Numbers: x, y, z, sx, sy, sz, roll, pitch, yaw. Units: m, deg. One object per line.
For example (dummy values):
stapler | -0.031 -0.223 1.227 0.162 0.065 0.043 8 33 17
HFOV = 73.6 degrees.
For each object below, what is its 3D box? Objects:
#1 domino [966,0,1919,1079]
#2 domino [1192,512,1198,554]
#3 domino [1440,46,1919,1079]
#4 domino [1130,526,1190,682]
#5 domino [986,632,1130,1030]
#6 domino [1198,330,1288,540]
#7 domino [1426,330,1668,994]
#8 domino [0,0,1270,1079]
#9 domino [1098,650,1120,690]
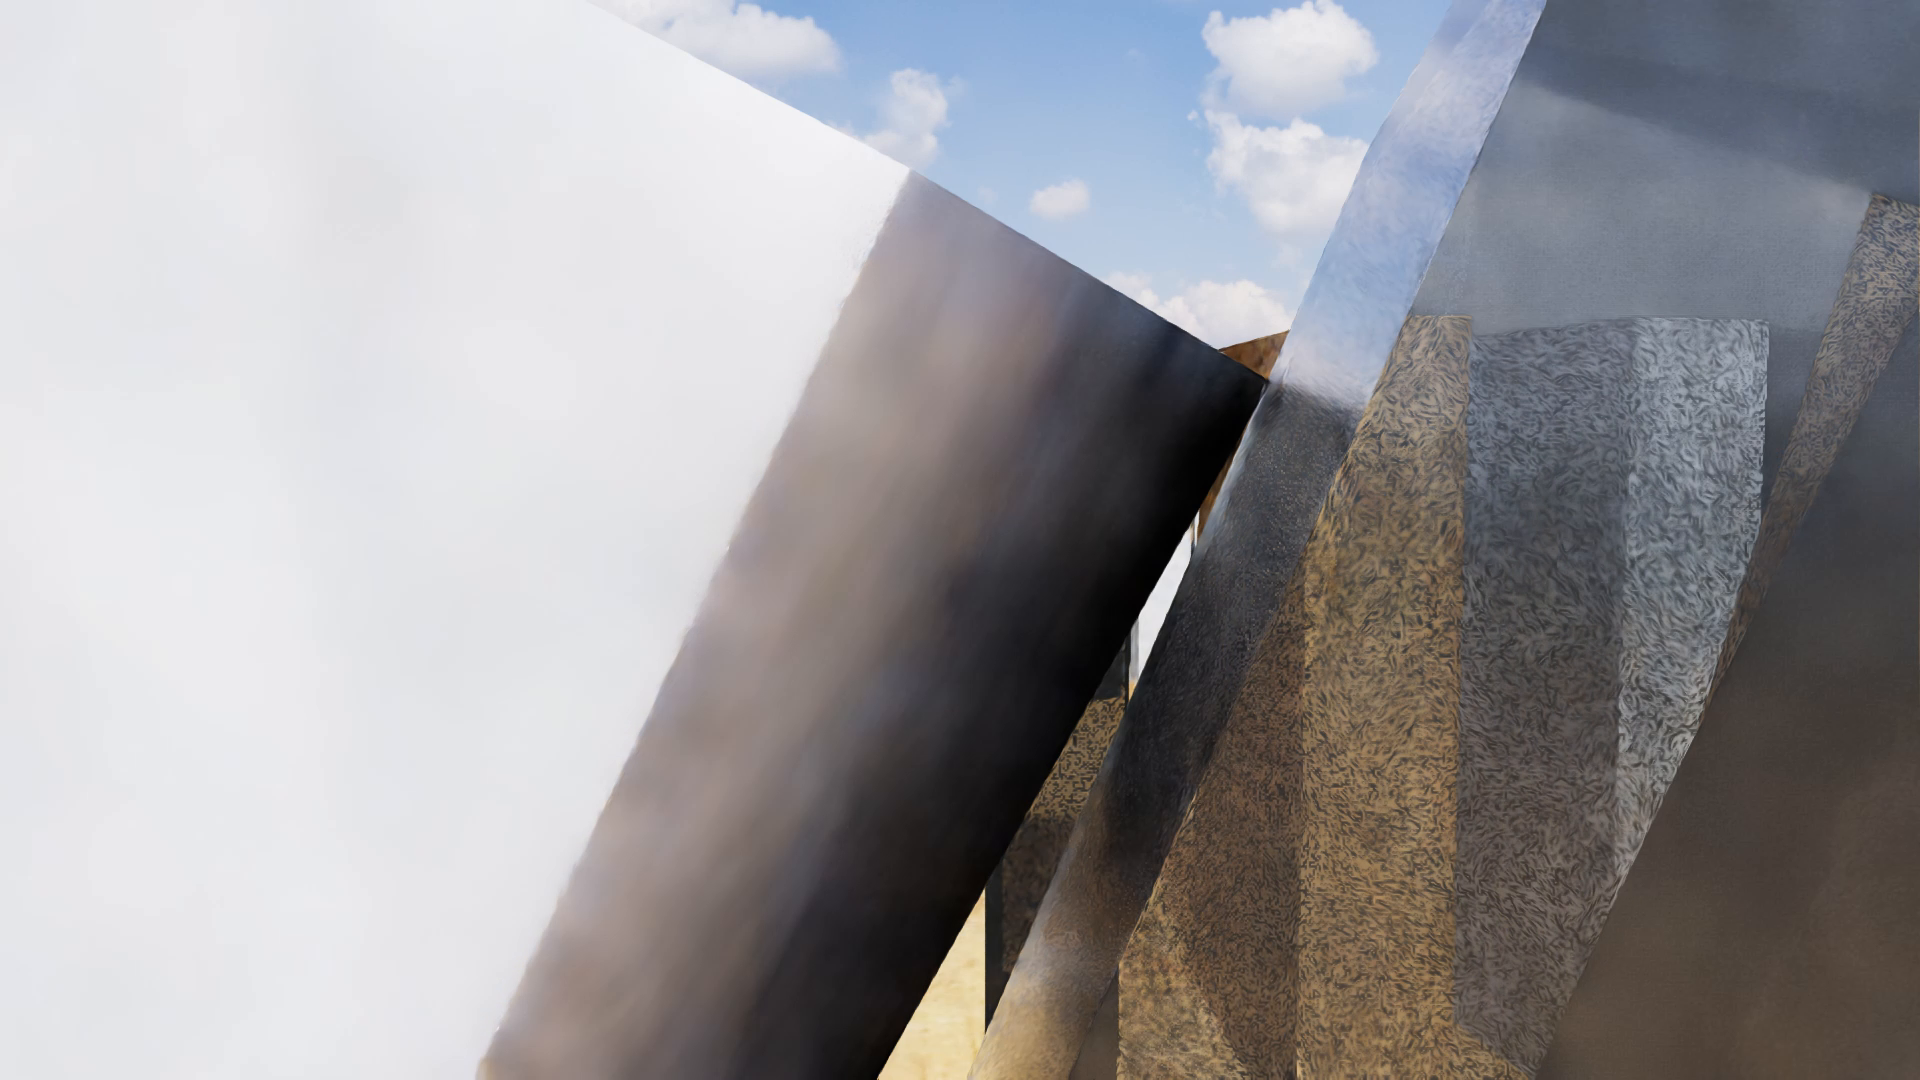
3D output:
domino | 0.003 0.016 0.023 0.010 0.050 0.025 23 8 8
domino | 0.061 -0.006 0.311 0.009 0.050 0.025 1 4 9
domino | 0.018 0.015 0.023 0.009 0.050 0.025 15 5 1
domino | 0.033 0.000 0.238 0.010 0.050 0.025 -1 4 -16
domino | 0.008 0.010 0.098 0.010 0.050 0.025 0 4 6
domino | 0.026 0.010 0.097 0.010 0.050 0.025 0 4 -4
domino | 0.044 0.010 0.100 0.010 0.050 0.025 -1 4 -13
domino | -0.012 0.016 0.025 0.009 0.050 0.025 31 13 14
domino | 0.017 0.000 0.230 0.009 0.050 0.025 -3 5 -36
